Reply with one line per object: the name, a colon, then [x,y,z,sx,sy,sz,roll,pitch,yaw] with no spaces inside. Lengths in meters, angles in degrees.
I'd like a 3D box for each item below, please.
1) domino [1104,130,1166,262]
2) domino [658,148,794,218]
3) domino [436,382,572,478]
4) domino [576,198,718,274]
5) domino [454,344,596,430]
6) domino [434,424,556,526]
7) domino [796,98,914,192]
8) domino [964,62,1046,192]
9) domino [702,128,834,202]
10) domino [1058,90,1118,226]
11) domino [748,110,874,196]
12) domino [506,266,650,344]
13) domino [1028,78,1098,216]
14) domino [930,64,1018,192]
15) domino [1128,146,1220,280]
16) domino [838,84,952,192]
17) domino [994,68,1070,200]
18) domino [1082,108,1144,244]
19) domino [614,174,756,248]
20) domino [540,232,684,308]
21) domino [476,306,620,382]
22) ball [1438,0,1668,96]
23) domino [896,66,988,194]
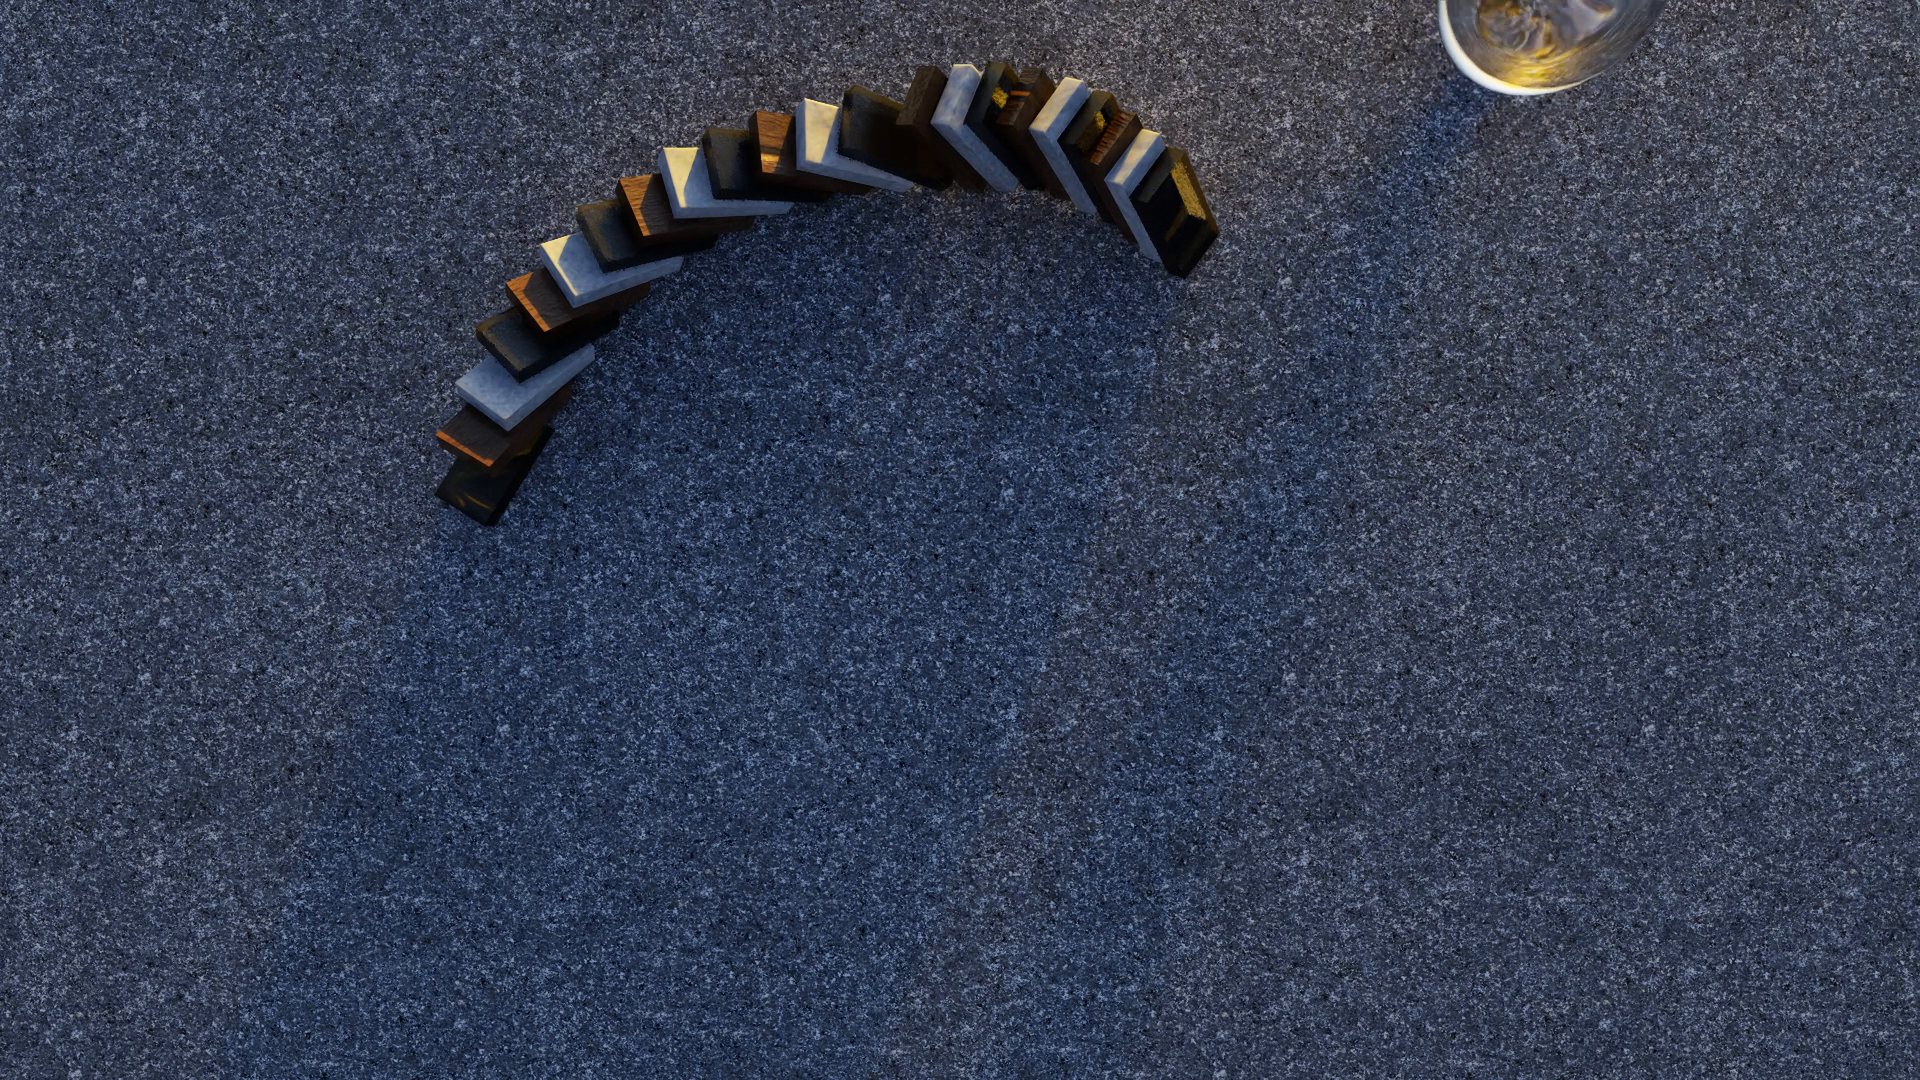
domino: [0.079,-0.140,0.377,0.009,0.050,0.025,37,90,38]
domino: [-0.097,-0.149,0.383,0.050,0.010,0.025,-16,90,-33]
domino: [-0.189,-0.052,0.383,0.025,0.010,0.050,31,60,-1]
domino: [-0.130,-0.130,0.383,0.050,0.009,0.025,-27,90,-33]
domino: [-0.181,-0.071,0.383,0.025,0.010,0.050,36,60,0]
domino: [-0.200,-0.034,0.395,0.025,0.010,0.050,32,90,0]
domino: [-0.043,-0.164,0.382,0.050,0.009,0.025,-1,90,-33]
domino: [0.024,-0.169,0.377,0.009,0.050,0.025,22,90,37]
domino: [-0.080,-0.156,0.382,0.050,0.010,0.025,-12,90,-33]
domino: [0.061,-0.156,0.377,0.010,0.050,0.025,36,90,38]
domino: [-0.062,-0.161,0.382,0.050,0.009,0.025,-6,90,-33]
domino: [-0.159,-0.104,0.383,0.050,0.009,0.025,-38,90,-32]
domino: [0.049,-0.161,0.377,0.010,0.050,0.025,36,90,38]
domino: [0.010,-0.168,0.377,0.010,0.050,0.025,22,90,37]
domino: [0.089,-0.134,0.377,0.010,0.050,0.025,37,90,38]
domino: [-0.025,-0.166,0.382,0.050,0.009,0.025,7,88,-34]
domino: [0.036,-0.166,0.377,0.009,0.050,0.025,27,89,37]
domino: [0.070,-0.148,0.377,0.009,0.050,0.025,37,90,38]
domino: [-0.114,-0.140,0.383,0.050,0.009,0.025,-23,90,-33]
domino: [-0.145,-0.118,0.383,0.050,0.010,0.025,-33,90,-32]
domino: [-0.171,-0.089,0.383,0.025,0.010,0.050,46,58,0]
ball: [0.233,-0.219,0.360,0.080,0.080,0.080,0,90,0]
domino: [-0.003,-0.168,0.377,0.010,0.050,0.025,22,90,38]
